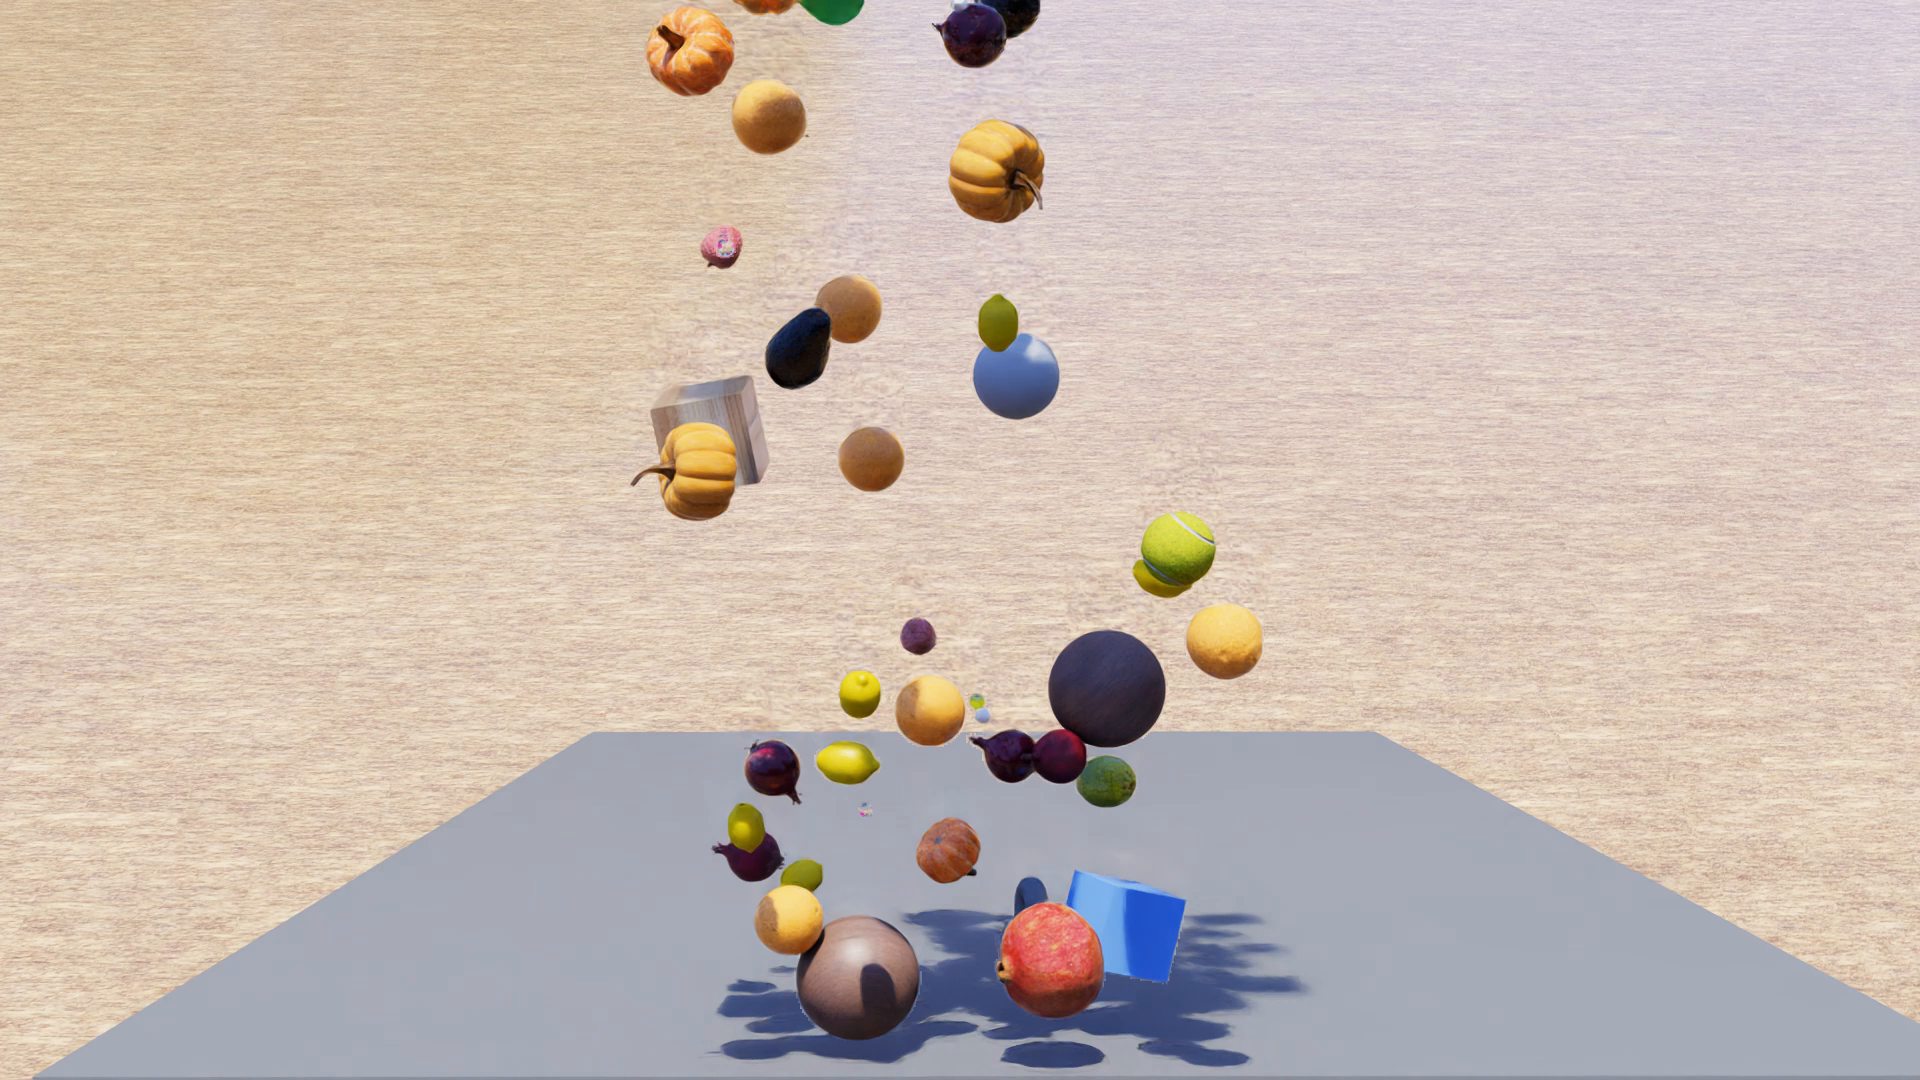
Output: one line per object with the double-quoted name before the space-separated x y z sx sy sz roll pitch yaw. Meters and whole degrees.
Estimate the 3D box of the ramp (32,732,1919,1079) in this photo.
"ramp" 0.063 0.565 4.605 2.000 0.100 4.000 0 1 0

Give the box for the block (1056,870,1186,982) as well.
"block" 0.174 0.420 2.814 0.091 0.091 0.091 15 -2 -26

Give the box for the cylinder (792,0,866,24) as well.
"cylinder" -0.122 -0.513 2.409 0.057 0.057 0.057 -12 7 -22

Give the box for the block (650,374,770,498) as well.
"block" -0.248 -0.104 2.576 0.091 0.091 0.091 -10 15 5

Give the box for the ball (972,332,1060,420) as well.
"ball" 0.058 -0.169 2.668 0.090 0.090 0.090 0 28 0
